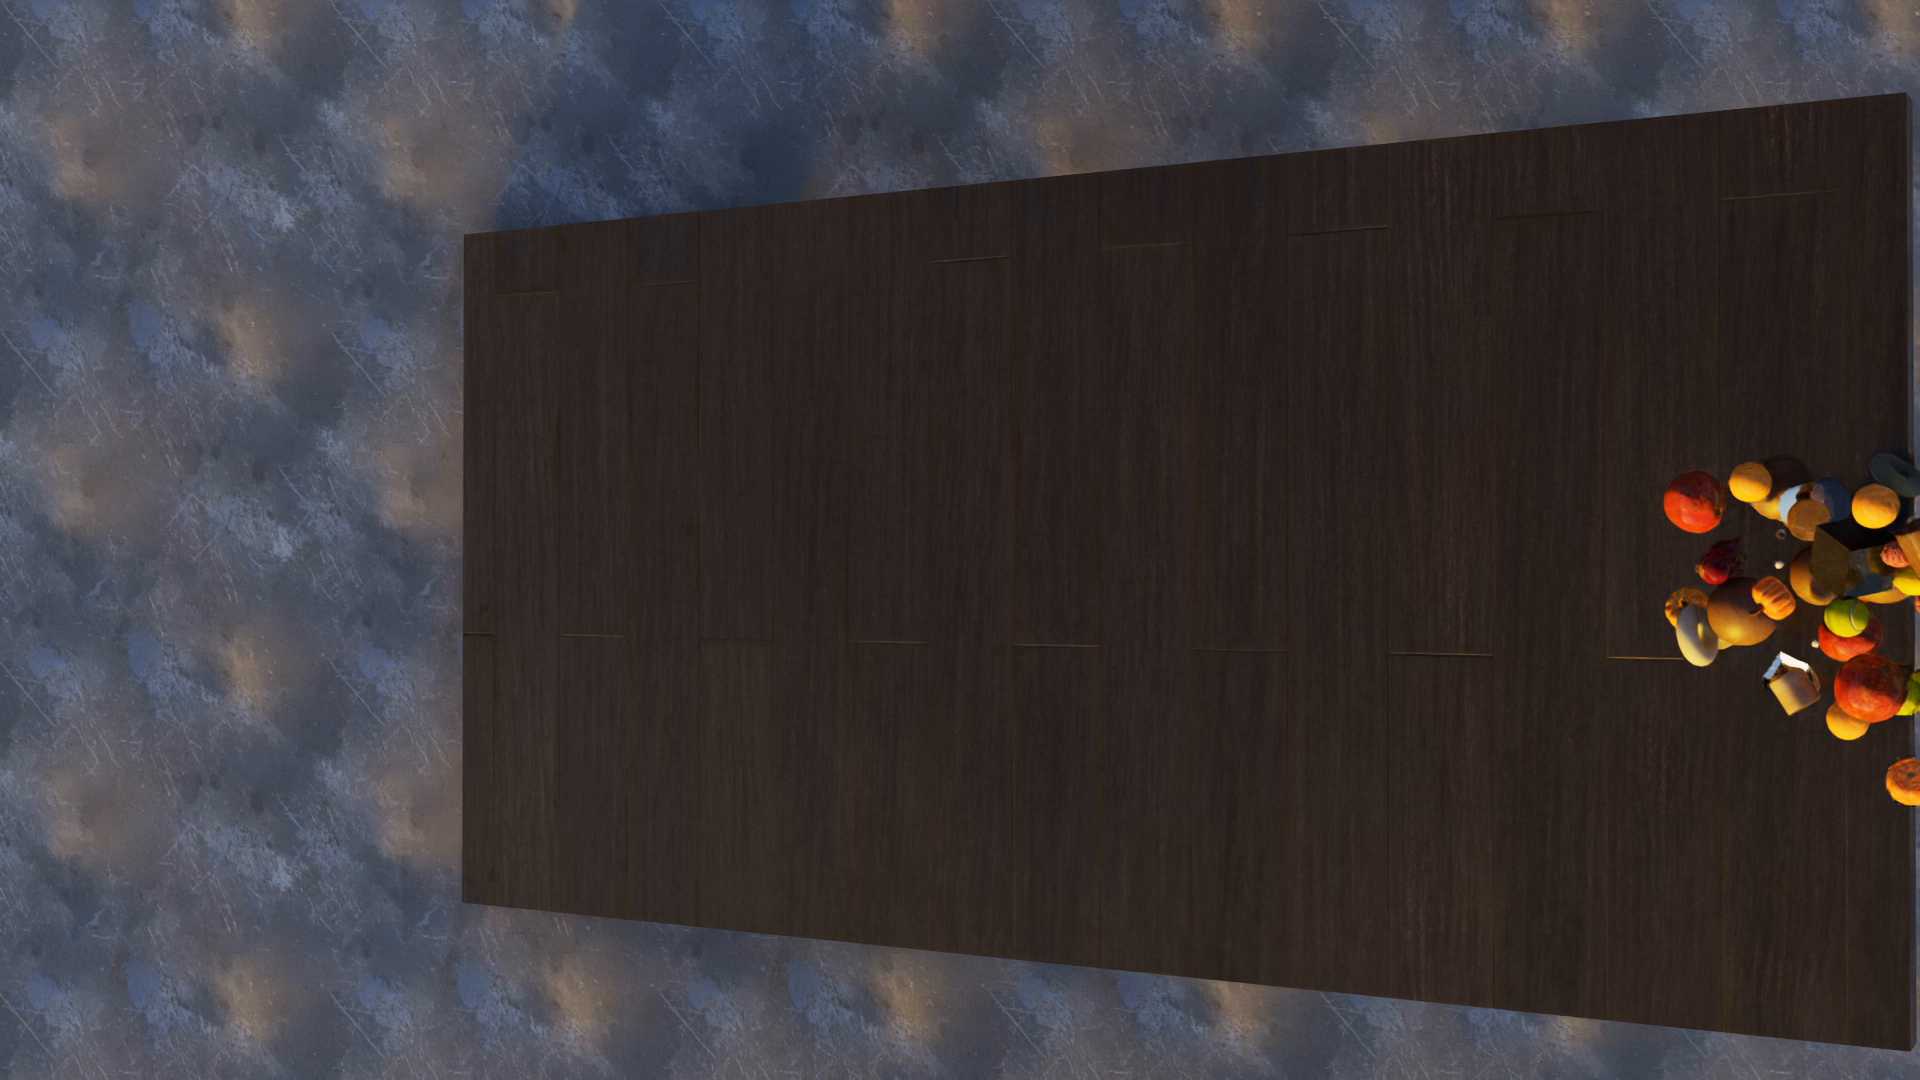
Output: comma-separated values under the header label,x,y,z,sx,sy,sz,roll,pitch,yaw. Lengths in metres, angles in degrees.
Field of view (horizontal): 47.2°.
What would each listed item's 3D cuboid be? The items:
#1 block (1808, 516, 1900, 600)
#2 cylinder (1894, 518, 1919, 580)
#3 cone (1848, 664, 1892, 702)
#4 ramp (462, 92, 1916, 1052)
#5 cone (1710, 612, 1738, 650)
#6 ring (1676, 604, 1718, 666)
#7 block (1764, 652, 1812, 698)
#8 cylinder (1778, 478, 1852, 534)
label,x,y,z,sx,sy,sz,roll,pitch,yaw
block,1.480,0.029,3.640,0.093,0.093,0.093,-11,120,-13
cylinder,1.450,0.009,3.283,0.076,0.076,0.076,-28,91,0
cone,1.730,0.255,4.139,0.076,0.076,0.076,-23,89,-20
ramp,0.270,0.075,5.627,4.000,0.100,2.000,0,89,30
cone,1.509,0.163,4.364,0.080,0.080,0.080,13,121,23
ring,1.390,0.180,4.144,0.039,0.118,0.118,-16,89,43
block,1.628,0.273,4.325,0.063,0.063,0.063,25,119,2
cylinder,1.638,-0.066,4.214,0.093,0.093,0.093,3,80,-16
